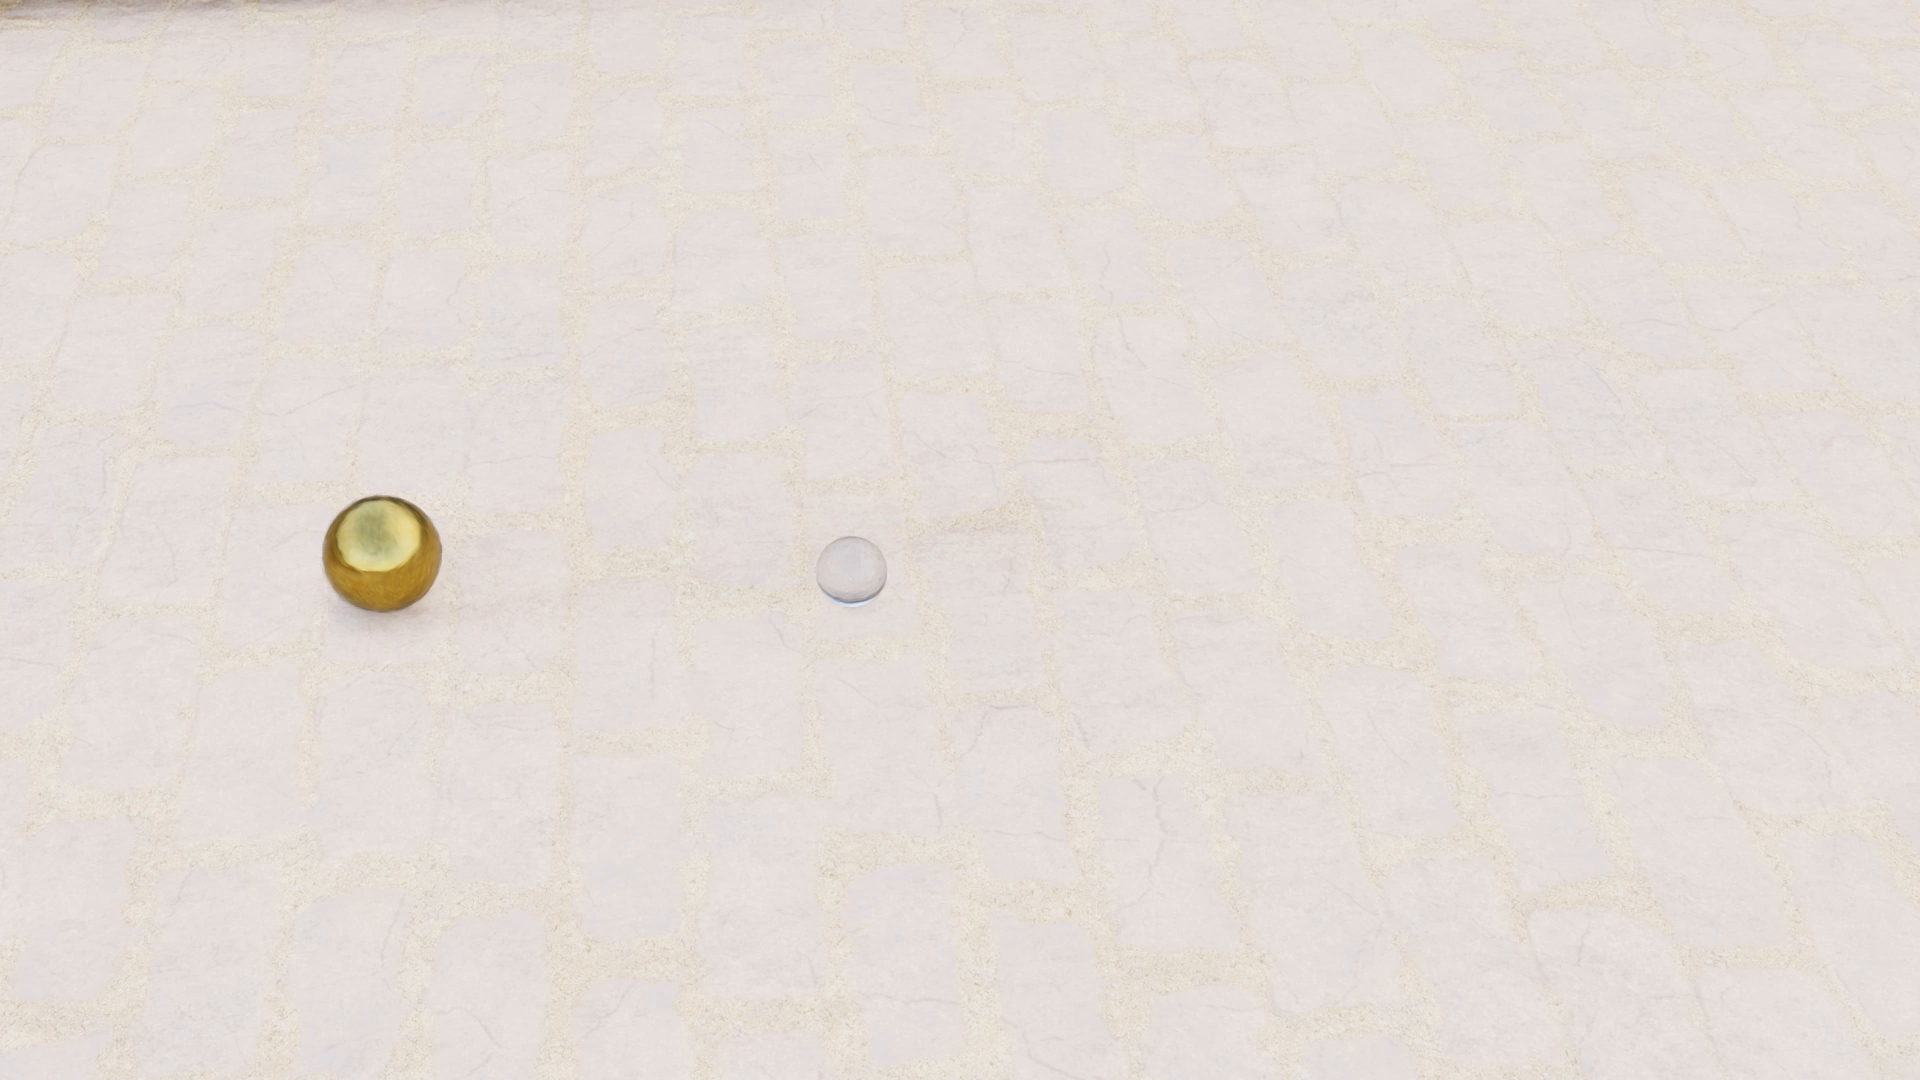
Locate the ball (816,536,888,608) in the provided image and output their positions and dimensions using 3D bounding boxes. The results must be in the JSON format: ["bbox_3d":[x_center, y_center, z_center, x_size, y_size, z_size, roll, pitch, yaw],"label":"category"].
[{"bbox_3d":[-0.065,0.019,1.544,0.043,0.043,0.043,0,37,0],"label":"ball"}]

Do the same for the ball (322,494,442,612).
[{"bbox_3d":[-0.346,0.008,1.536,0.071,0.071,0.071,0,37,0],"label":"ball"}]
